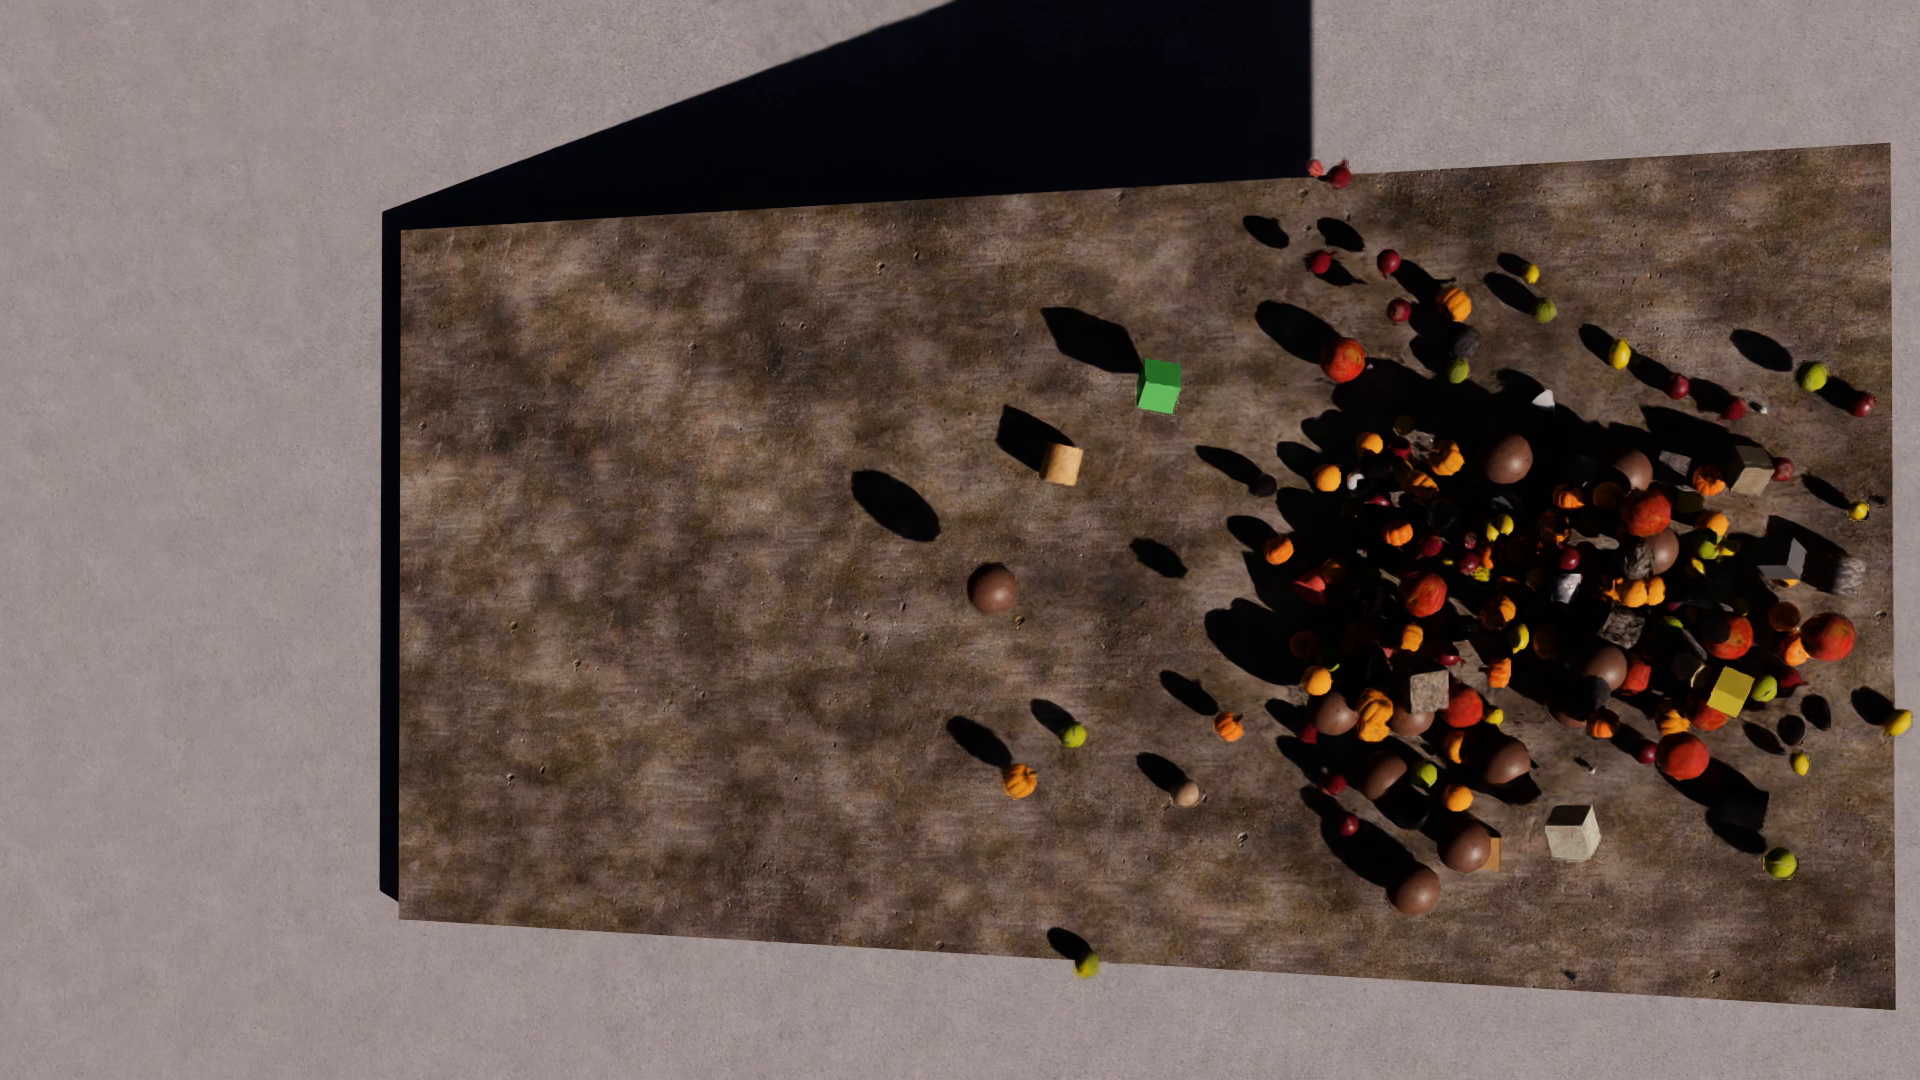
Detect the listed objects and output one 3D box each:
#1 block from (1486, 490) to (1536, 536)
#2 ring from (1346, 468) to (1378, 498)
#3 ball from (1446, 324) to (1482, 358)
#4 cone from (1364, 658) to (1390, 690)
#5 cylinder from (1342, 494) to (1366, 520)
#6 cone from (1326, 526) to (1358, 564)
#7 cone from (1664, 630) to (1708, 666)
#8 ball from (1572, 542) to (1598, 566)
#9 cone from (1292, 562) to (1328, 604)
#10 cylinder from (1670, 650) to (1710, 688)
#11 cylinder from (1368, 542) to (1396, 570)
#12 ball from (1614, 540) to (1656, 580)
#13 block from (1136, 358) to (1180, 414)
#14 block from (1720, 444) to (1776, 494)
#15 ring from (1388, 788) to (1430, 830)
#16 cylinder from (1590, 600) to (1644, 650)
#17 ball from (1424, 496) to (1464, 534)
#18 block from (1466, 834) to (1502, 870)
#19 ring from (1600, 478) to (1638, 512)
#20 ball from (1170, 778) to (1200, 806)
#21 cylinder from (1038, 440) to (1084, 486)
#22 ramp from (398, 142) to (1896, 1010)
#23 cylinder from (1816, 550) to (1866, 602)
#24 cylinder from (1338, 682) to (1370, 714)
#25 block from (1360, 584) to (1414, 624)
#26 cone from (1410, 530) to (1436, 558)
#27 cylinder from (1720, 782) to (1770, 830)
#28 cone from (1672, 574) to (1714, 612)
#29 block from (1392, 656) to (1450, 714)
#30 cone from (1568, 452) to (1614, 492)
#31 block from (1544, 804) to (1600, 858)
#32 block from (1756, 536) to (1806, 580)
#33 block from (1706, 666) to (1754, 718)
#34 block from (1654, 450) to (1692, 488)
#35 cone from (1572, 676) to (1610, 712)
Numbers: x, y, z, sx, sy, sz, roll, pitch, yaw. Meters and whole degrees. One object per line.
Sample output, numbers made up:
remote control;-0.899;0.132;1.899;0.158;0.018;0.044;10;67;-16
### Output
block;1.330;-0.067;5.311;0.086;0.086;0.086;-20;83;18
ring;0.995;-0.141;5.444;0.077;0.026;0.077;2;115;5
ball;1.227;-0.484;5.355;0.082;0.082;0.082;0;89;0
cone;1.019;0.319;5.442;0.074;0.074;0.074;-25;53;0
cylinder;0.977;-0.081;5.452;0.053;0.053;0.053;14;94;0
cone;0.965;0.000;5.445;0.084;0.084;0.084;33;84;0
cone;1.683;0.269;5.144;0.088;0.088;0.088;49;120;1
ball;1.478;0.031;5.197;0.056;0.056;0.056;0;89;0
cone;0.894;0.093;5.483;0.098;0.098;0.098;34;72;0
cylinder;1.678;0.296;5.051;0.063;0.063;0.063;-47;46;-1
cylinder;1.036;0.039;5.401;0.060;0.060;0.060;-7;89;1
ball;1.546;0.046;5.043;0.092;0.092;0.092;0;89;0
block;0.499;-0.387;5.525;0.089;0.089;0.089;10;46;-6
block;1.829;-0.164;5.111;0.078;0.078;0.078;6;133;-12
ring;1.104;0.663;5.408;0.103;0.034;0.103;0;90;20
cylinder;1.529;0.197;5.112;0.087;0.087;0.087;25;89;-5
ball;1.165;-0.059;5.291;0.092;0.092;0.092;0;89;0
block;1.269;0.755;5.326;0.078;0.078;0.078;1;89;19
ring;1.571;-0.107;5.241;0.089;0.030;0.089;-17;51;22
ball;0.570;0.639;5.573;0.074;0.074;0.074;0;89;0
cylinder;0.260;-0.197;5.678;0.098;0.098;0.098;13;94;0
ramp;0.279;0.091;5.774;4.000;0.100;2.000;0;89;19
cylinder;2.030;0.083;5.064;0.089;0.089;0.089;25;73;0
cylinder;0.975;0.392;5.442;0.060;0.060;0.060;19;93;0
block;1.041;0.156;5.361;0.082;0.082;0.082;13;85;-27
cone;1.137;0.017;5.408;0.064;0.064;0.064;-6;115;0
cylinder;1.828;0.621;5.125;0.092;0.092;0.092;13;89;19
cone;1.708;0.132;5.149;0.090;0.090;0.090;-13;89;20
block;1.097;0.346;5.236;0.099;0.099;0.099;-8;106;-13
cone;1.522;-0.167;5.268;0.097;0.097;0.097;-5;89;-8
block;1.441;0.686;5.173;0.091;0.091;0.091;-5;114;35
block;1.846;0.040;4.941;0.072;0.072;0.072;35;65;-38
block;1.755;0.346;5.007;0.071;0.071;0.071;25;58;21
block;1.684;-0.169;5.198;0.069;0.069;0.069;16;95;19
cone;1.435;0.368;4.985;0.087;0.087;0.087;4;118;7
